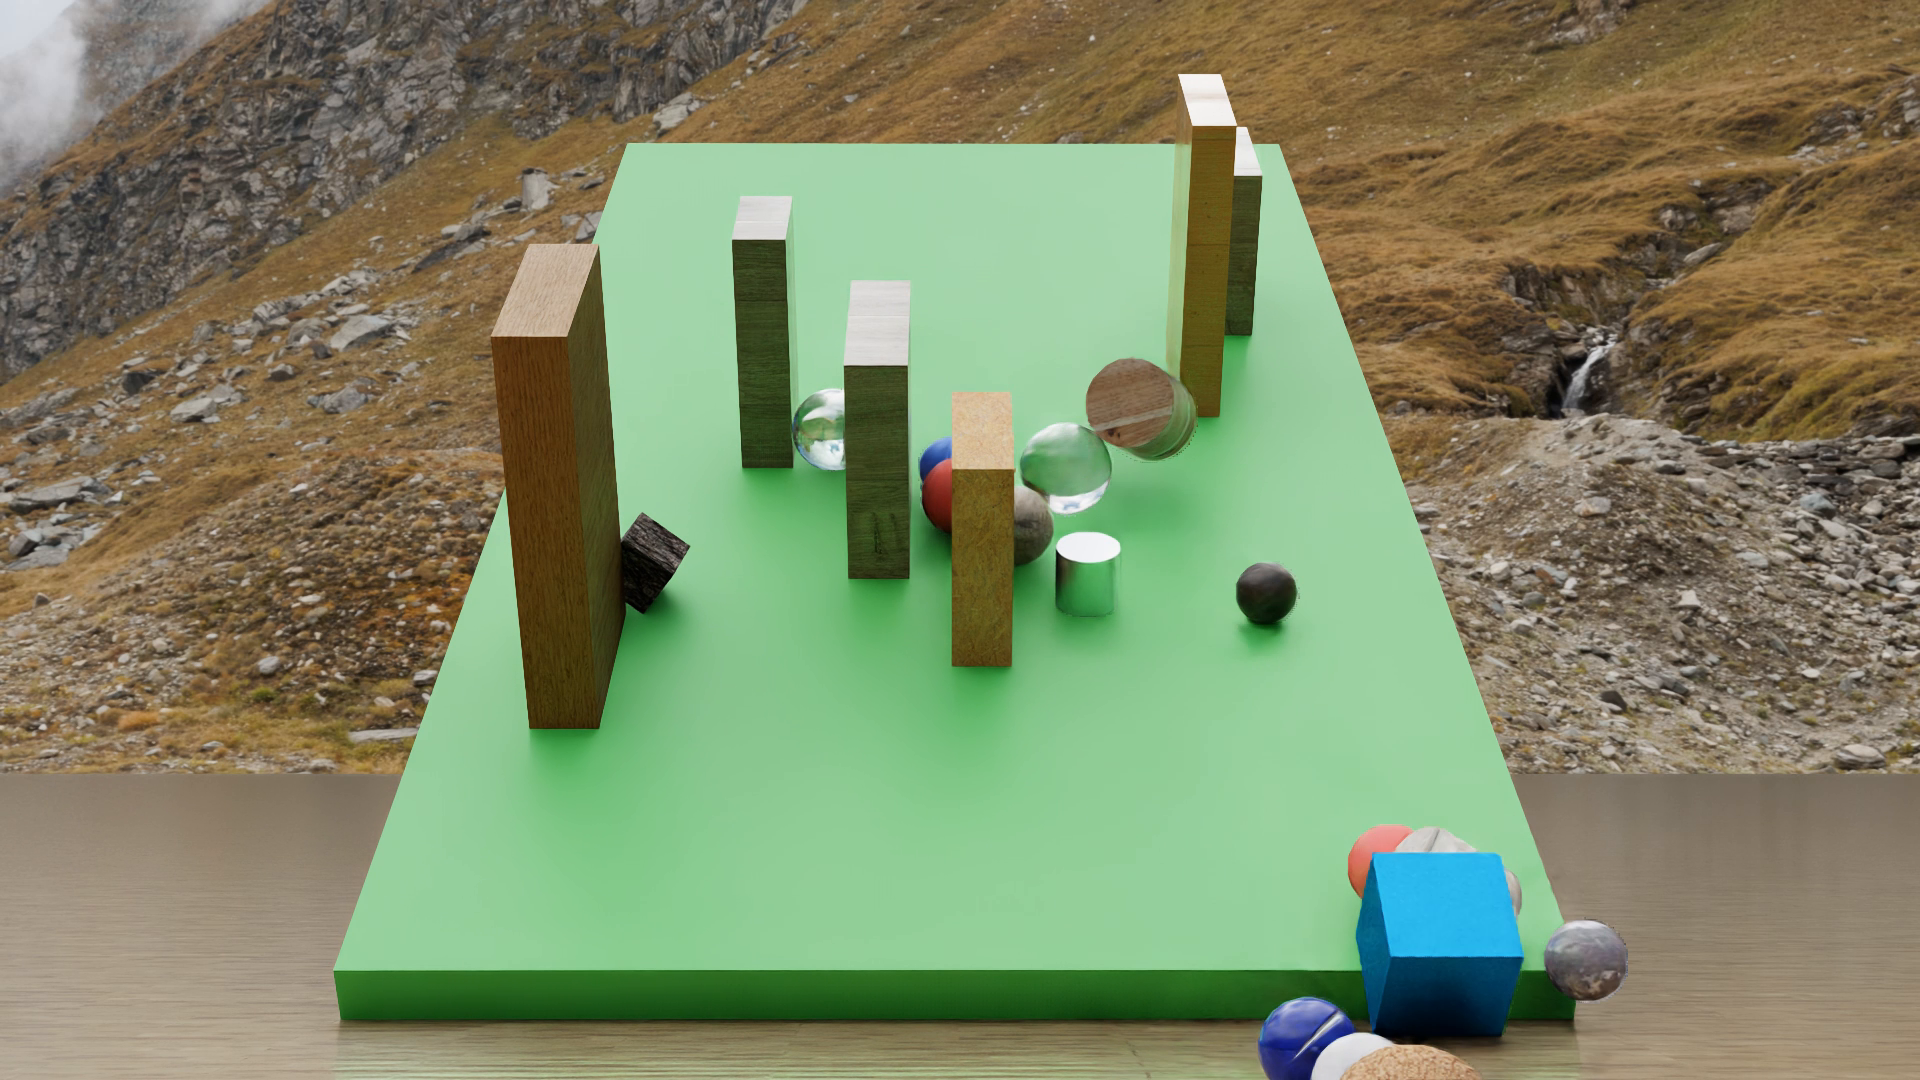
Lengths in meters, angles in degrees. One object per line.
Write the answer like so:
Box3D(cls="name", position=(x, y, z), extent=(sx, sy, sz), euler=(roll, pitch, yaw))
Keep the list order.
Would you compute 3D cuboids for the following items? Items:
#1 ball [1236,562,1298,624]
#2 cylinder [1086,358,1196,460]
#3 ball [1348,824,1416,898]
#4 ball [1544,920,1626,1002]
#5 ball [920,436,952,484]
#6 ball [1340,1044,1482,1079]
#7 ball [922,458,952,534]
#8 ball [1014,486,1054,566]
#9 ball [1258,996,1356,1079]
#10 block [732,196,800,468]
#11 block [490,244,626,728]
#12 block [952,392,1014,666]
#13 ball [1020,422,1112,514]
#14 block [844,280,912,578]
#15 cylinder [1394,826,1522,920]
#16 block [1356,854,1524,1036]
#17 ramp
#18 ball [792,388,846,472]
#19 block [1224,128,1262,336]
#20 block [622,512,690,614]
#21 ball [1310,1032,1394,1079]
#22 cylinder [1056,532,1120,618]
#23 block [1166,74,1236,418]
Box3D(cls="ball", position=(0.612, 0.105, 4.786), extent=(0.123, 0.123, 0.123), euler=(0, -5, 0))
Box3D(cls="cylinder", position=(0.399, -0.286, 5.262), extent=(0.197, 0.197, 0.197), euler=(-2, -7, 19))
Box3D(cls="ball", position=(0.712, 0.541, 3.947), extent=(0.144, 0.144, 0.144), euler=(0, -5, 0))
Box3D(cls="ball", position=(0.983, 0.661, 3.762), extent=(0.126, 0.126, 0.126), euler=(0, -5, 0))
Box3D(cls="ball", position=(-0.018, -0.156, 5.242), extent=(0.141, 0.141, 0.141), euler=(0, -5, 0))
Box3D(cls="ball", position=(0.405, 0.531, 2.138), extent=(0.159, 0.159, 0.159), euler=(0, -5, 0))
Box3D(cls="ball", position=(0.001, -0.094, 5.102), extent=(0.168, 0.168, 0.168), euler=(0, -5, 0))
Box3D(cls="ball", position=(0.113, -0.030, 4.984), extent=(0.168, 0.168, 0.168), euler=(0, -5, 0))
Box3D(cls="ball", position=(0.429, 0.625, 2.942), extent=(0.125, 0.125, 0.125), euler=(0, -5, 0))
Box3D(cls="block", position=(-0.434, -0.467, 5.388), extent=(0.116, 0.550, 0.265), euler=(0, 28, 0))
Box3D(cls="block", position=(-0.736, -0.100, 4.452), extent=(0.130, 0.794, 0.429), euler=(0, 28, 0))
Box3D(cls="block", position=(0.042, -0.024, 4.699), extent=(0.117, 0.429, 0.340), euler=(0, 28, 0))
Box3D(cls="ball", position=(0.229, -0.155, 5.182), extent=(0.200, 0.200, 0.200), euler=(0, -5, 0))
Box3D(cls="block", position=(-0.168, -0.237, 5.033), extent=(0.127, 0.484, 0.439), euler=(0, 28, 0))
Box3D(cls="cylinder", position=(0.785, 0.560, 3.818), extent=(0.156, 0.156, 0.156), euler=(32, -20, -26))
Box3D(cls="block", position=(0.723, 0.614, 3.629), extent=(0.195, 0.195, 0.195), euler=(0, -47, -1))
Box3D(cls="ramp", position=(-0.012, -0.220, 5.616), extent=(2.000, 0.100, 4.000), euler=(0, 28, 0))
Box3D(cls="ball", position=(-0.284, -0.247, 5.365), extent=(0.185, 0.185, 0.185), euler=(0, -5, 0))
Box3D(cls="block", position=(0.686, -0.793, 6.126), extent=(0.109, 0.426, 0.364), euler=(0, 28, 0))
Box3D(cls="block", position=(-0.642, 0.046, 4.839), extent=(0.121, 0.121, 0.121), euler=(36, 29, -8))
Box3D(cls="ball", position=(0.441, 0.598, 2.614), extent=(0.117, 0.117, 0.117), euler=(0, -5, 0))
Box3D(cls="cylinder", position=(0.258, 0.071, 4.841), extent=(0.129, 0.129, 0.129), euler=(0, 28, 0))
Box3D(cls="block", position=(0.563, -0.692, 5.635), extent=(0.098, 0.715, 0.371), euler=(0, 28, 0))
